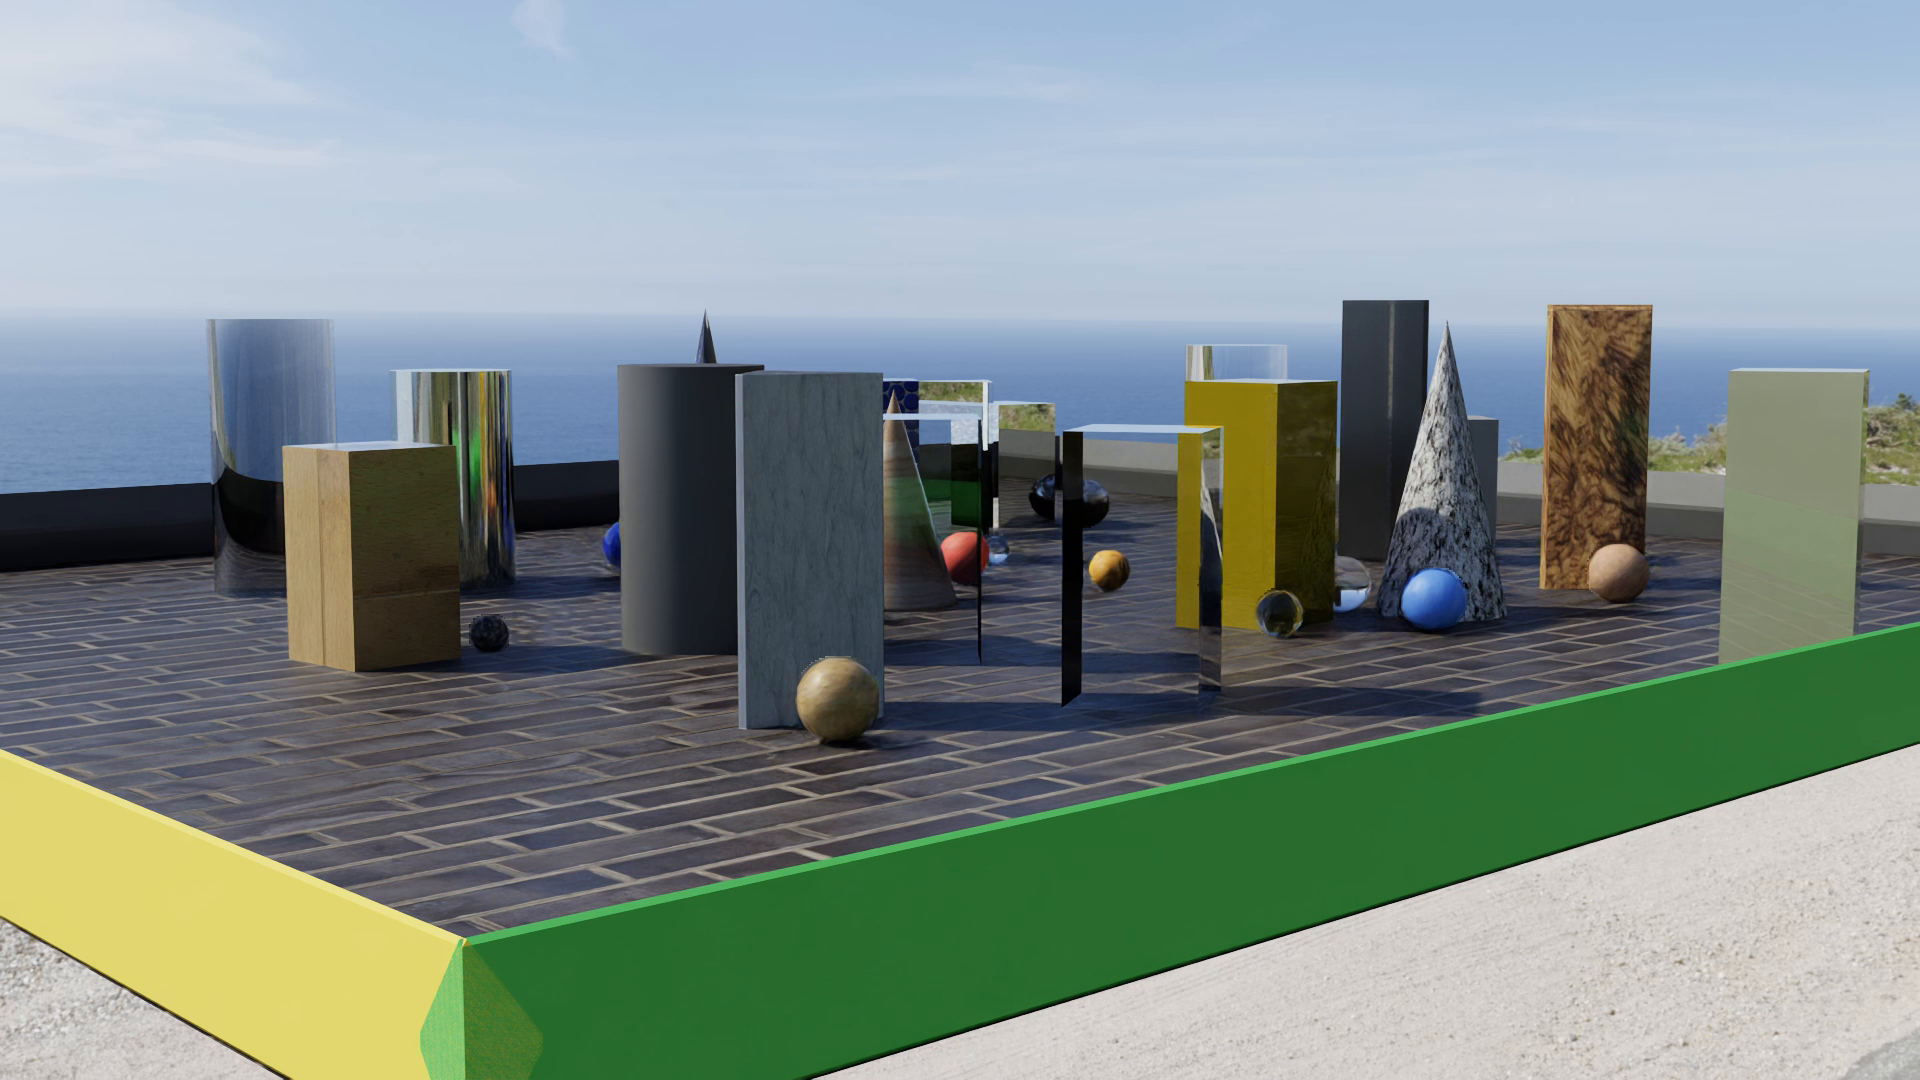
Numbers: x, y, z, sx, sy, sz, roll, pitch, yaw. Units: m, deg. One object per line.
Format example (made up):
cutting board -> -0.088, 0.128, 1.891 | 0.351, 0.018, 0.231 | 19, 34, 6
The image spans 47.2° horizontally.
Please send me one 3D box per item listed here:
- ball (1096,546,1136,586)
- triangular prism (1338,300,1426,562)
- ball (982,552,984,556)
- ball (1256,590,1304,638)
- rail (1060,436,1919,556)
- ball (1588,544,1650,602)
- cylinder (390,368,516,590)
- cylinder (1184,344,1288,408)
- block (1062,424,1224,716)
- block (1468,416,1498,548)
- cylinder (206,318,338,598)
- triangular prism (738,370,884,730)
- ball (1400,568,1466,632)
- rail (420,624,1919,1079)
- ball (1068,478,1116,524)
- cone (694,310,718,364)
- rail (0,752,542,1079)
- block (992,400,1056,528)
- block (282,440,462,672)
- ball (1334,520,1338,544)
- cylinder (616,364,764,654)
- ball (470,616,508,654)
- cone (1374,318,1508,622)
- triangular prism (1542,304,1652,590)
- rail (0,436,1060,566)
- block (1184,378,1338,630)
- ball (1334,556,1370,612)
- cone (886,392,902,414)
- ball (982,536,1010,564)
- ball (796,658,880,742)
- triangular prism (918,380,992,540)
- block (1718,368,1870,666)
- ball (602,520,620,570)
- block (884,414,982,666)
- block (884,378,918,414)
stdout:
ball -> 0.252, 0.042, 3.543 | 0.065, 0.065, 0.065 | 0, 6, 0
triangular prism -> 0.786, -0.195, 3.910 | 0.167, 0.460, 0.145 | 5, 8, 40
ball -> 0.005, 0.023, 3.620 | 0.065, 0.065, 0.065 | 0, 6, 0
ball -> 0.434, 0.100, 2.989 | 0.065, 0.065, 0.065 | 0, 6, 0
rail -> 1.229, -0.086, 4.459 | 0.045, 0.125, 2.933 | -6, 8, -42
ball -> 1.003, 0.050, 3.348 | 0.090, 0.090, 0.090 | 0, 6, 0
cylinder -> -0.821, -0.102, 3.563 | 0.193, 0.346, 0.193 | 0, 6, 0
cylinder -> 0.519, -0.178, 4.142 | 0.193, 0.377, 0.193 | 0, 6, 0
block -> 0.209, 0.028, 2.498 | 0.154, 0.310, 0.154 | 2, 6, 16
block -> 0.927, -0.114, 4.187 | 0.154, 0.239, 0.154 | 0, 6, 0
cylinder -> -1.082, -0.134, 3.471 | 0.193, 0.429, 0.193 | 0, 6, 0
triangular prism -> -0.190, 0.003, 2.421 | 0.167, 0.376, 0.145 | -3, 7, -27
ball -> 0.654, 0.083, 3.043 | 0.088, 0.088, 0.088 | 0, 6, 0
rail -> 0.979, 0.143, 2.277 | 3.391, 0.125, 0.045 | -6, 8, -42
ball -> 0.275, -0.081, 4.566 | 0.097, 0.097, 0.097 | 0, 6, 0
cone -> -0.402, -0.145, 3.501 | 0.193, 0.446, 0.193 | 0, 6, 0
rail -> -1.229, 0.151, 2.205 | 0.045, 0.125, 2.933 | -6, 8, -42
block -> 0.089, -0.161, 4.586 | 0.154, 0.250, 0.154 | -5, 8, -39
block -> -0.748, 0.016, 2.800 | 0.154, 0.272, 0.154 | 6, 8, 43
ball -> 0.709, -0.015, 4.185 | 0.045, 0.045, 0.045 | 0, 6, 0
cylinder -> -0.354, -0.046, 2.916 | 0.193, 0.371, 0.193 | 0, 6, 0
ball -> -0.611, 0.123, 2.855 | 0.049, 0.049, 0.049 | 0, 6, 0
cone -> 0.708, -0.108, 3.219 | 0.193, 0.431, 0.193 | 0, 6, 0
triangular prism -> 1.006, -0.154, 3.563 | 0.167, 0.451, 0.145 | -1, 6, -5
rail -> -0.979, -0.078, 4.387 | 3.391, 0.125, 0.045 | -6, 8, -42
block -> 0.428, -0.055, 3.134 | 0.154, 0.343, 0.154 | 5, 8, 41
ball -> 0.562, 0.065, 3.236 | 0.084, 0.084, 0.084 | 0, 6, 0
cone -> -0.101, -0.070, 3.368 | 0.193, 0.324, 0.193 | 0, 6, 0
ball -> 0.062, 0.018, 3.852 | 0.048, 0.048, 0.048 | 0, 6, 0
ball -> -0.126, 0.165, 2.268 | 0.087, 0.087, 0.087 | 0, 6, 0
triangular prism -> 0.018, -0.163, 4.348 | 0.167, 0.304, 0.145 | 3, 7, 27
block -> 1.050, -0.029, 2.767 | 0.154, 0.369, 0.154 | 3, 7, 24
ball -> -0.556, 0.010, 3.716 | 0.093, 0.093, 0.093 | 0, 6, 0
block -> -0.053, -0.004, 2.817 | 0.154, 0.308, 0.154 | 0, 6, -2
block -> -0.155, -0.124, 3.899 | 0.154, 0.320, 0.154 | 0, 6, -5
